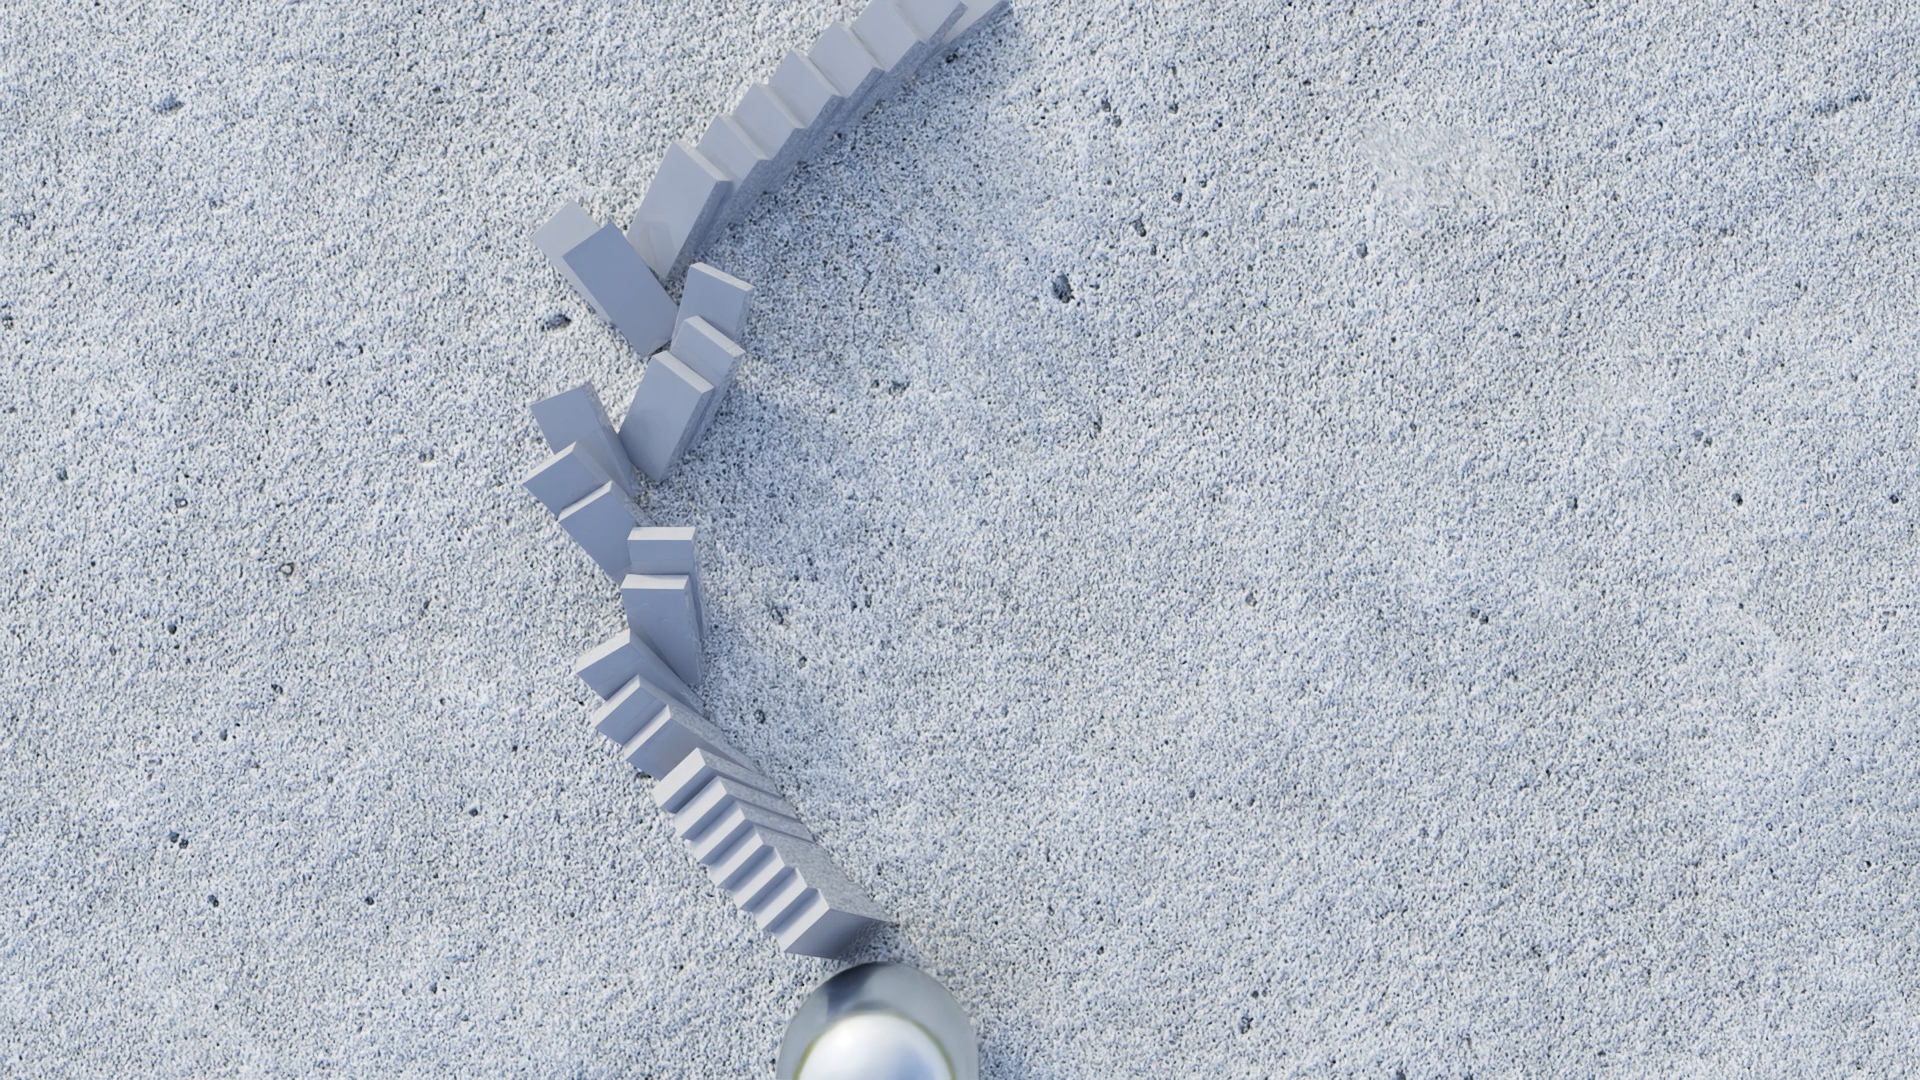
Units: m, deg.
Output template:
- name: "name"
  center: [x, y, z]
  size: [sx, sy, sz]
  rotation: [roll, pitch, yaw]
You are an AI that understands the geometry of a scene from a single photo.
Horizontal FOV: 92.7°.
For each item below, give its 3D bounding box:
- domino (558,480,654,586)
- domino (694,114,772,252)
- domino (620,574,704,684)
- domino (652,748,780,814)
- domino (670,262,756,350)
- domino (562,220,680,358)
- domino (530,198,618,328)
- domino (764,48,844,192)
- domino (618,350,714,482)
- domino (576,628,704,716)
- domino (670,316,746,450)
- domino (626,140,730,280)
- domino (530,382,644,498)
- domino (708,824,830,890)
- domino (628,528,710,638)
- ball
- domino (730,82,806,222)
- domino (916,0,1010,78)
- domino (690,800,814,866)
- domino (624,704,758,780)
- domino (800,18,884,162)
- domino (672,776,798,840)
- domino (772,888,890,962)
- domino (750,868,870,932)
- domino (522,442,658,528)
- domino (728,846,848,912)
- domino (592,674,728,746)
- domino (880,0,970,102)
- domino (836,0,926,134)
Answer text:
- name: "domino"
  center: [-0.139, 0.002, 0.382]
  size: [0.025, 0.010, 0.050]
  rotation: [-30, 122, 4]
- name: "domino"
  center: [-0.104, -0.149, 0.384]
  size: [0.025, 0.009, 0.050]
  rotation: [48, 119, 0]
- name: "domino"
  center: [-0.123, 0.038, 0.382]
  size: [0.025, 0.009, 0.050]
  rotation: [1, 123, -1]
- name: "domino"
  center: [-0.100, 0.105, 0.378]
  size: [0.025, 0.050, 0.010]
  rotation: [-43, 50, 0]
- name: "domino"
  center: [-0.105, -0.087, 0.384]
  size: [0.025, 0.009, 0.050]
  rotation: [24, 118, 0]
- name: "domino"
  center: [-0.139, -0.105, 0.384]
  size: [0.025, 0.010, 0.050]
  rotation: [-36, 115, -3]
- name: "domino"
  center: [-0.158, -0.119, 0.395]
  size: [0.025, 0.010, 0.050]
  rotation: [-42, 90, 0]
- name: "domino"
  center: [-0.074, -0.175, 0.384]
  size: [0.025, 0.010, 0.050]
  rotation: [48, 119, 0]
- name: "domino"
  center: [-0.125, -0.051, 0.383]
  size: [0.025, 0.009, 0.050]
  rotation: [37, 120, 0]
- name: "domino"
  center: [-0.132, 0.062, 0.381]
  size: [0.025, 0.009, 0.050]
  rotation: [-30, 125, 2]
- name: "domino"
  center: [-0.112, -0.065, 0.384]
  size: [0.025, 0.010, 0.050]
  rotation: [37, 120, 0]
- name: "domino"
  center: [-0.119, -0.137, 0.383]
  size: [0.025, 0.009, 0.050]
  rotation: [42, 119, 3]
- name: "domino"
  center: [-0.157, -0.038, 0.386]
  size: [0.025, 0.009, 0.050]
  rotation: [-18, 108, 10]
- name: "domino"
  center: [-0.077, 0.134, 0.377]
  size: [0.025, 0.050, 0.010]
  rotation: [-43, 53, 0]
- name: "domino"
  center: [-0.121, 0.018, 0.382]
  size: [0.025, 0.010, 0.050]
  rotation: [0, 123, -4]
- name: "ball"
  center: [-0.032, 0.210, 0.360]
  size: [0.080, 0.080, 0.080]
  rotation: [0, 90, 0]
- name: "domino"
  center: [-0.089, -0.162, 0.384]
  size: [0.025, 0.010, 0.050]
  rotation: [48, 119, 0]
- name: "domino"
  center: [-0.006, -0.227, 0.395]
  size: [0.050, 0.009, 0.025]
  rotation: [-39, 90, 0]
- name: "domino"
  center: [-0.085, 0.125, 0.377]
  size: [0.025, 0.050, 0.009]
  rotation: [-43, 53, 0]
- name: "domino"
  center: [-0.112, 0.092, 0.382]
  size: [0.025, 0.010, 0.050]
  rotation: [-43, 124, 0]
- name: "domino"
  center: [-0.058, -0.187, 0.384]
  size: [0.050, 0.009, 0.025]
  rotation: [-39, 90, 28]
- name: "domino"
  center: [-0.092, 0.115, 0.377]
  size: [0.025, 0.050, 0.009]
  rotation: [-43, 53, 0]
- name: "domino"
  center: [-0.052, 0.159, 0.377]
  size: [0.025, 0.050, 0.009]
  rotation: [-43, 53, 0]
- name: "domino"
  center: [-0.060, 0.151, 0.377]
  size: [0.025, 0.050, 0.009]
  rotation: [-43, 53, 0]
- name: "domino"
  center: [-0.153, -0.014, 0.381]
  size: [0.025, 0.009, 0.050]
  rotation: [-30, 122, 8]
- name: "domino"
  center: [-0.069, 0.143, 0.377]
  size: [0.025, 0.050, 0.009]
  rotation: [-43, 53, 0]
- name: "domino"
  center: [-0.124, 0.079, 0.382]
  size: [0.025, 0.010, 0.050]
  rotation: [-42, 124, 1]
- name: "domino"
  center: [-0.023, -0.213, 0.384]
  size: [0.050, 0.009, 0.025]
  rotation: [-39, 90, 27]
- name: "domino"
  center: [-0.041, -0.199, 0.384]
  size: [0.050, 0.009, 0.025]
  rotation: [-37, 91, 27]
